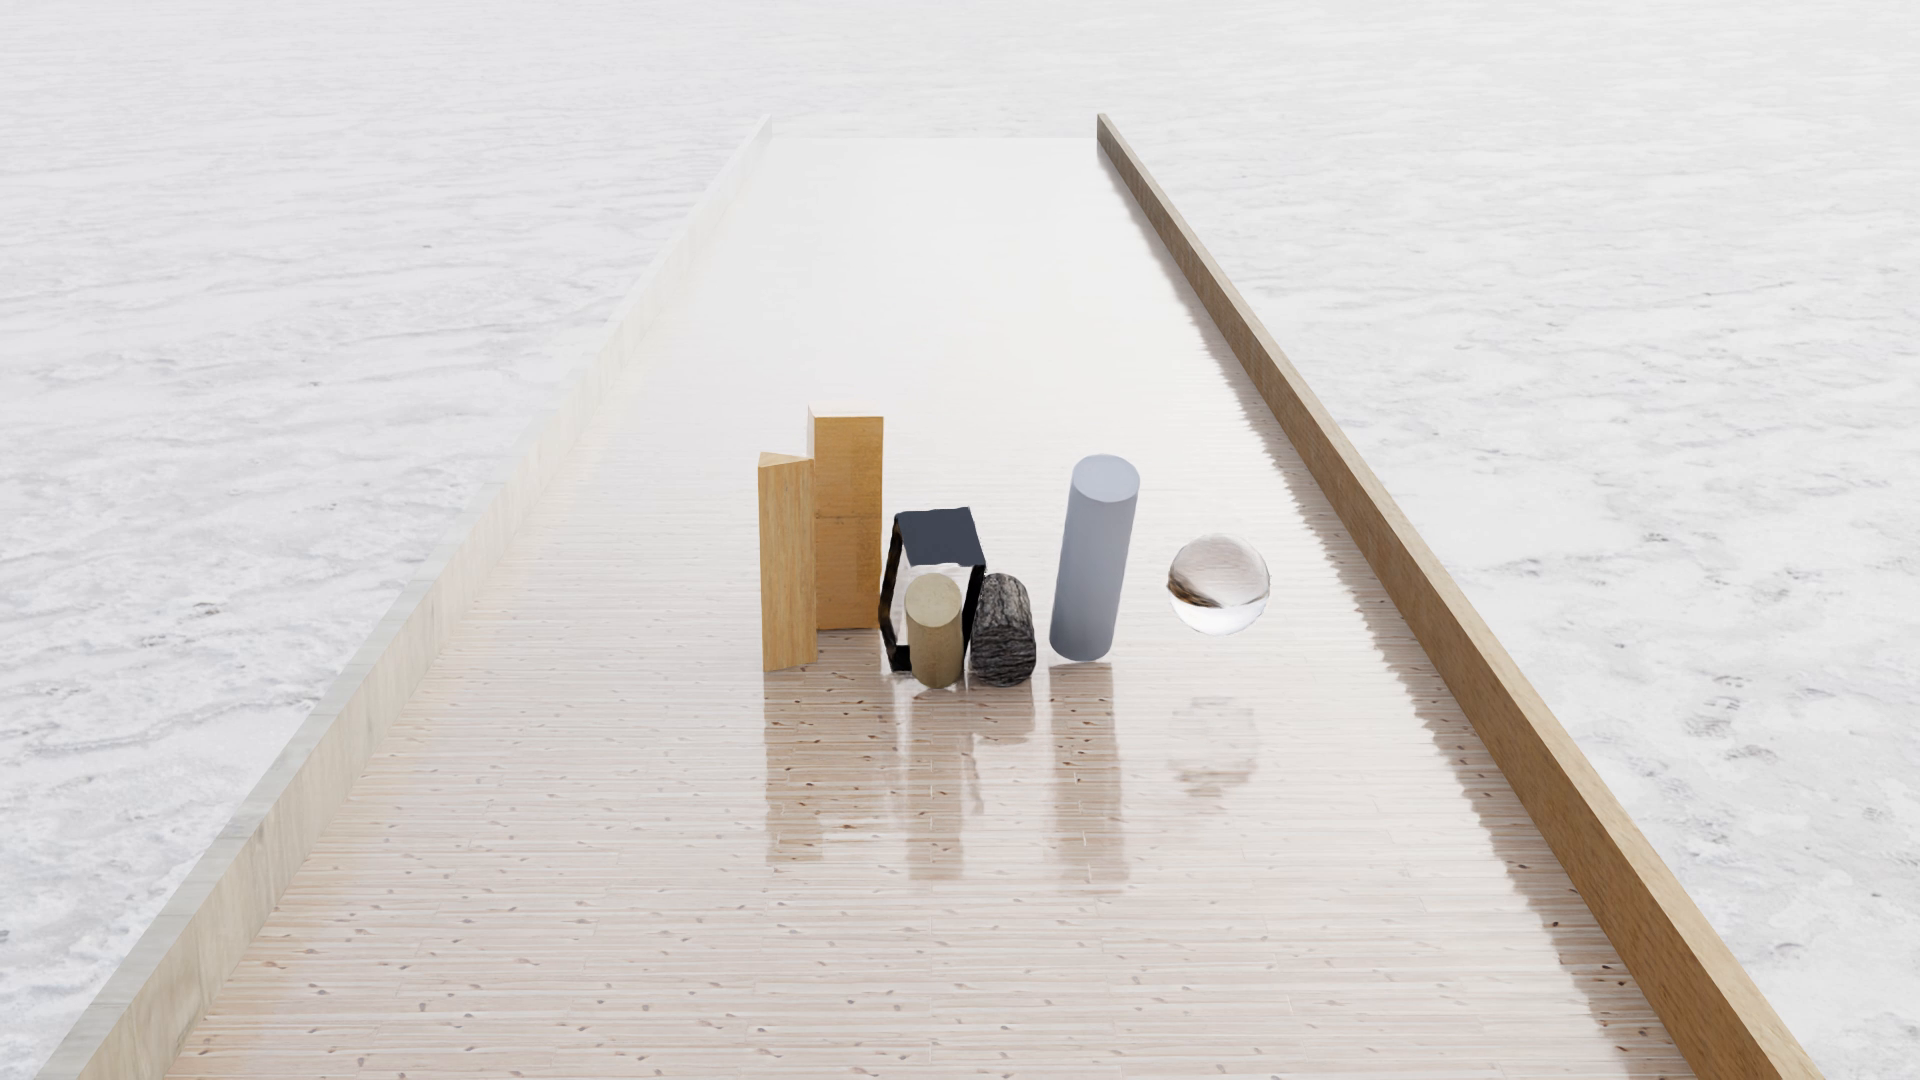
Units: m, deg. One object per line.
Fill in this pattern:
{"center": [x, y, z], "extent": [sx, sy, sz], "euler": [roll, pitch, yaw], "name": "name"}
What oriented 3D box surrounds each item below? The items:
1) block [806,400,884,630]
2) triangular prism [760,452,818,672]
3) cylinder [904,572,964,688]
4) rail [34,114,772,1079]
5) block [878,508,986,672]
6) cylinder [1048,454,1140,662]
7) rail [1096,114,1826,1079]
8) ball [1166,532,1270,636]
{"center": [-0.243, -0.052, 4.599], "extent": [0.142, 0.455, 0.142], "euler": [-1, 17, -10], "name": "block"}
{"center": [-0.364, 0.038, 4.364], "extent": [0.119, 0.418, 0.103], "euler": [-10, 19, -31], "name": "triangular prism"}
{"center": [-0.046, 0.173, 4.101], "extent": [0.103, 0.103, 0.375], "euler": [0, -21, 1], "name": "cylinder"}
{"center": [-1.118, -0.838, 7.780], "extent": [0.050, 0.150, 12.000], "euler": [0, 17, -1], "name": "rail"}
{"center": [-0.058, 0.099, 4.297], "extent": [0.147, 0.311, 0.147], "euler": [-4, 50, -14], "name": "block"}
{"center": [0.259, 0.040, 4.286], "extent": [0.129, 0.455, 0.129], "euler": [3, 46, -3], "name": "cylinder"}
{"center": [0.932, -0.844, 7.801], "extent": [0.050, 0.150, 12.000], "euler": [0, 17, -1], "name": "rail"}
{"center": [0.510, 0.088, 4.334], "extent": [0.203, 0.203, 0.203], "euler": [0, 17, 0], "name": "ball"}
